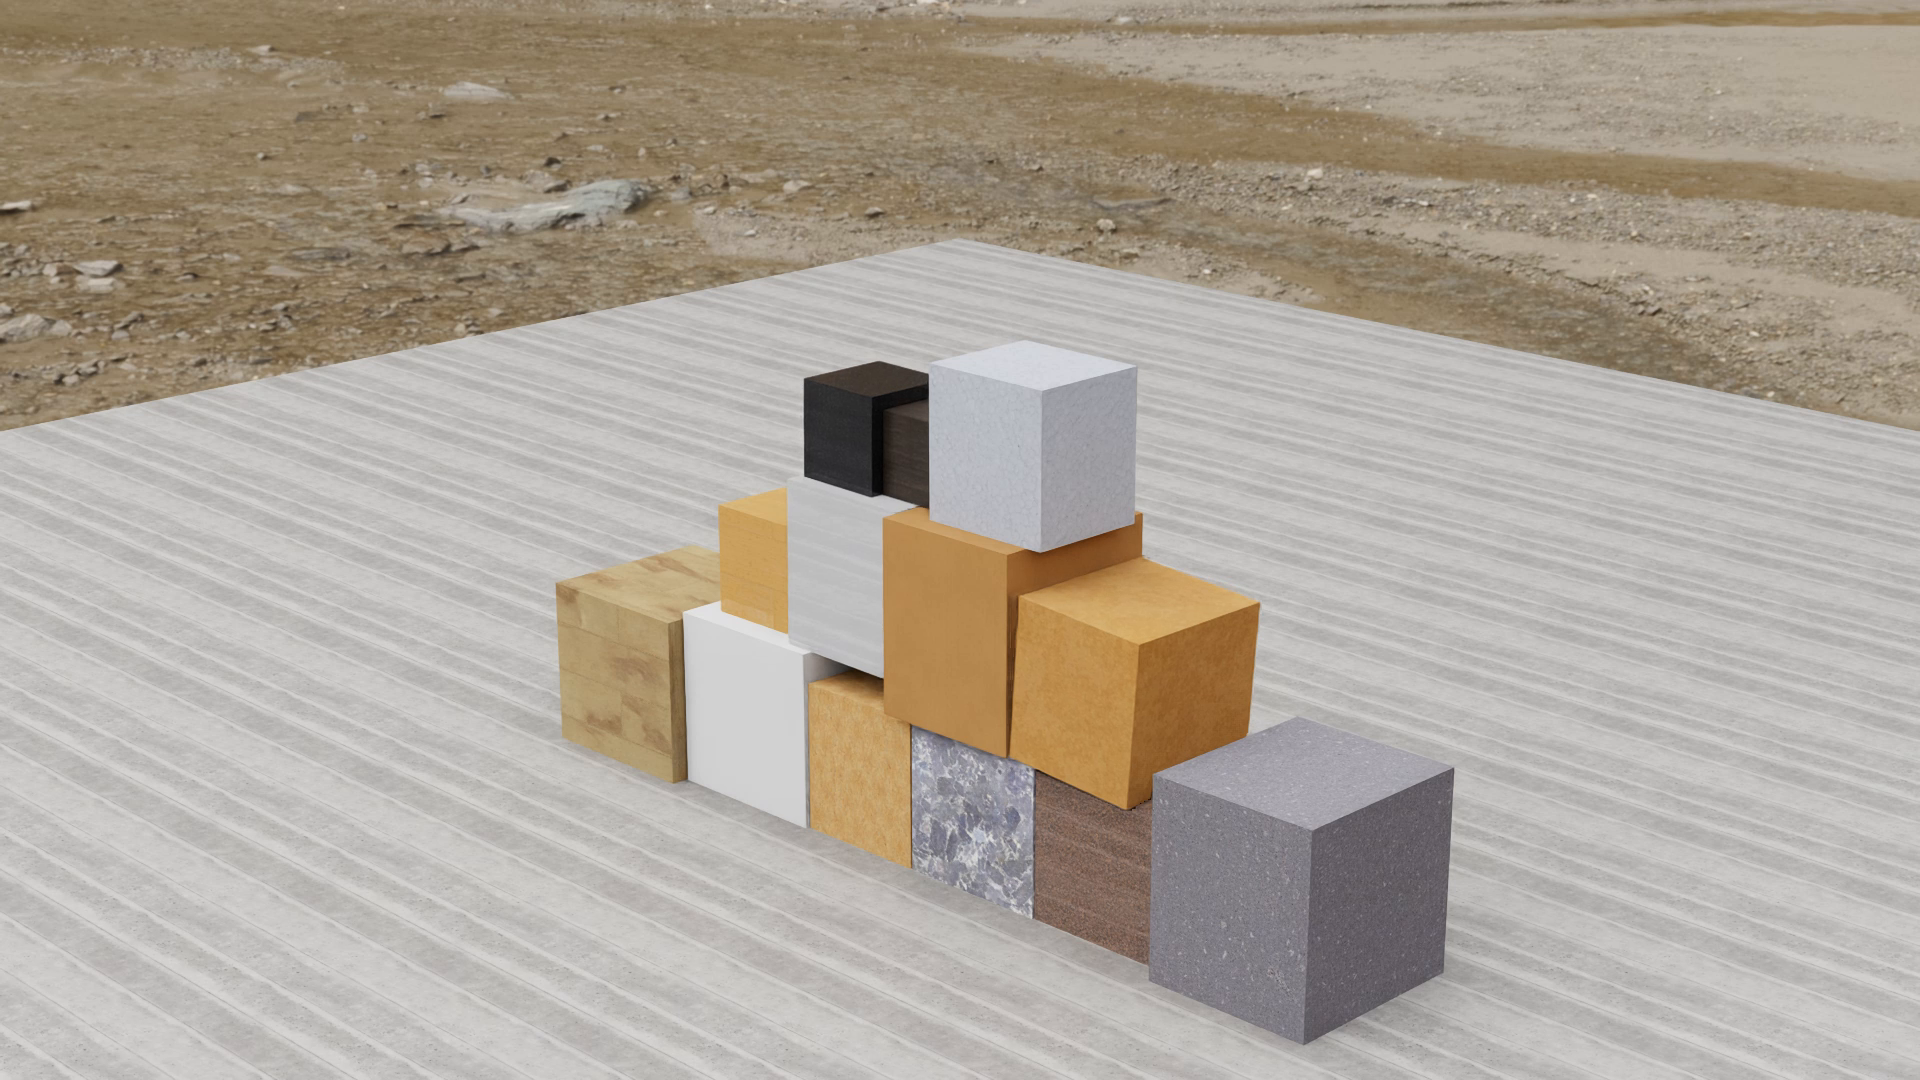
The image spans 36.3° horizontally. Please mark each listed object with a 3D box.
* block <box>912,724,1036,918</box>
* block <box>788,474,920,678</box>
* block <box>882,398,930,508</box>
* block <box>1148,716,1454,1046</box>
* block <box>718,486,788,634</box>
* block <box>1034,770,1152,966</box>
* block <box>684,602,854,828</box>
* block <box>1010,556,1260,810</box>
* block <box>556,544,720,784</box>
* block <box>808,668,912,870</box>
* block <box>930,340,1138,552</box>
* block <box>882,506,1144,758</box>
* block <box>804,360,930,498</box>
[{"bbox_3d":[0.294,1.170,13.375,0.690,0.748,0.761,-17,24,-42],"label":"block"},{"bbox_3d":[-0.307,0.112,13.708,0.682,0.813,0.730,-17,25,-42],"label":"block"},{"bbox_3d":[-0.059,-0.396,13.305,0.412,0.401,0.411,17,24,42],"label":"block"},{"bbox_3d":[1.429,1.405,12.306,0.949,0.940,0.834,-17,24,-42],"label":"block"},{"bbox_3d":[-0.773,0.094,14.207,0.528,0.542,0.581,-17,24,-42],"label":"block"},{"bbox_3d":[0.843,1.350,12.867,0.690,0.709,0.756,-17,24,-42],"label":"block"},{"bbox_3d":[-0.766,0.780,14.397,0.782,0.880,0.871,-17,24,-42],"label":"block"},{"bbox_3d":[0.754,0.607,12.716,0.782,0.753,0.690,-17,28,-42],"label":"block"},{"bbox_3d":[-1.413,0.615,14.987,0.909,0.840,0.890,-17,24,-42],"label":"block"},{"bbox_3d":[-0.209,1.018,13.887,0.737,0.731,0.685,-17,24,-42],"label":"block"},{"bbox_3d":[0.318,-0.423,12.882,0.604,0.717,0.679,-17,24,-42],"label":"block"},{"bbox_3d":[0.237,0.335,13.227,0.875,0.934,0.772,-17,24,-42],"label":"block"},{"bbox_3d":[-0.391,-0.518,13.566,0.480,0.472,0.459,-17,25,-42],"label":"block"}]
